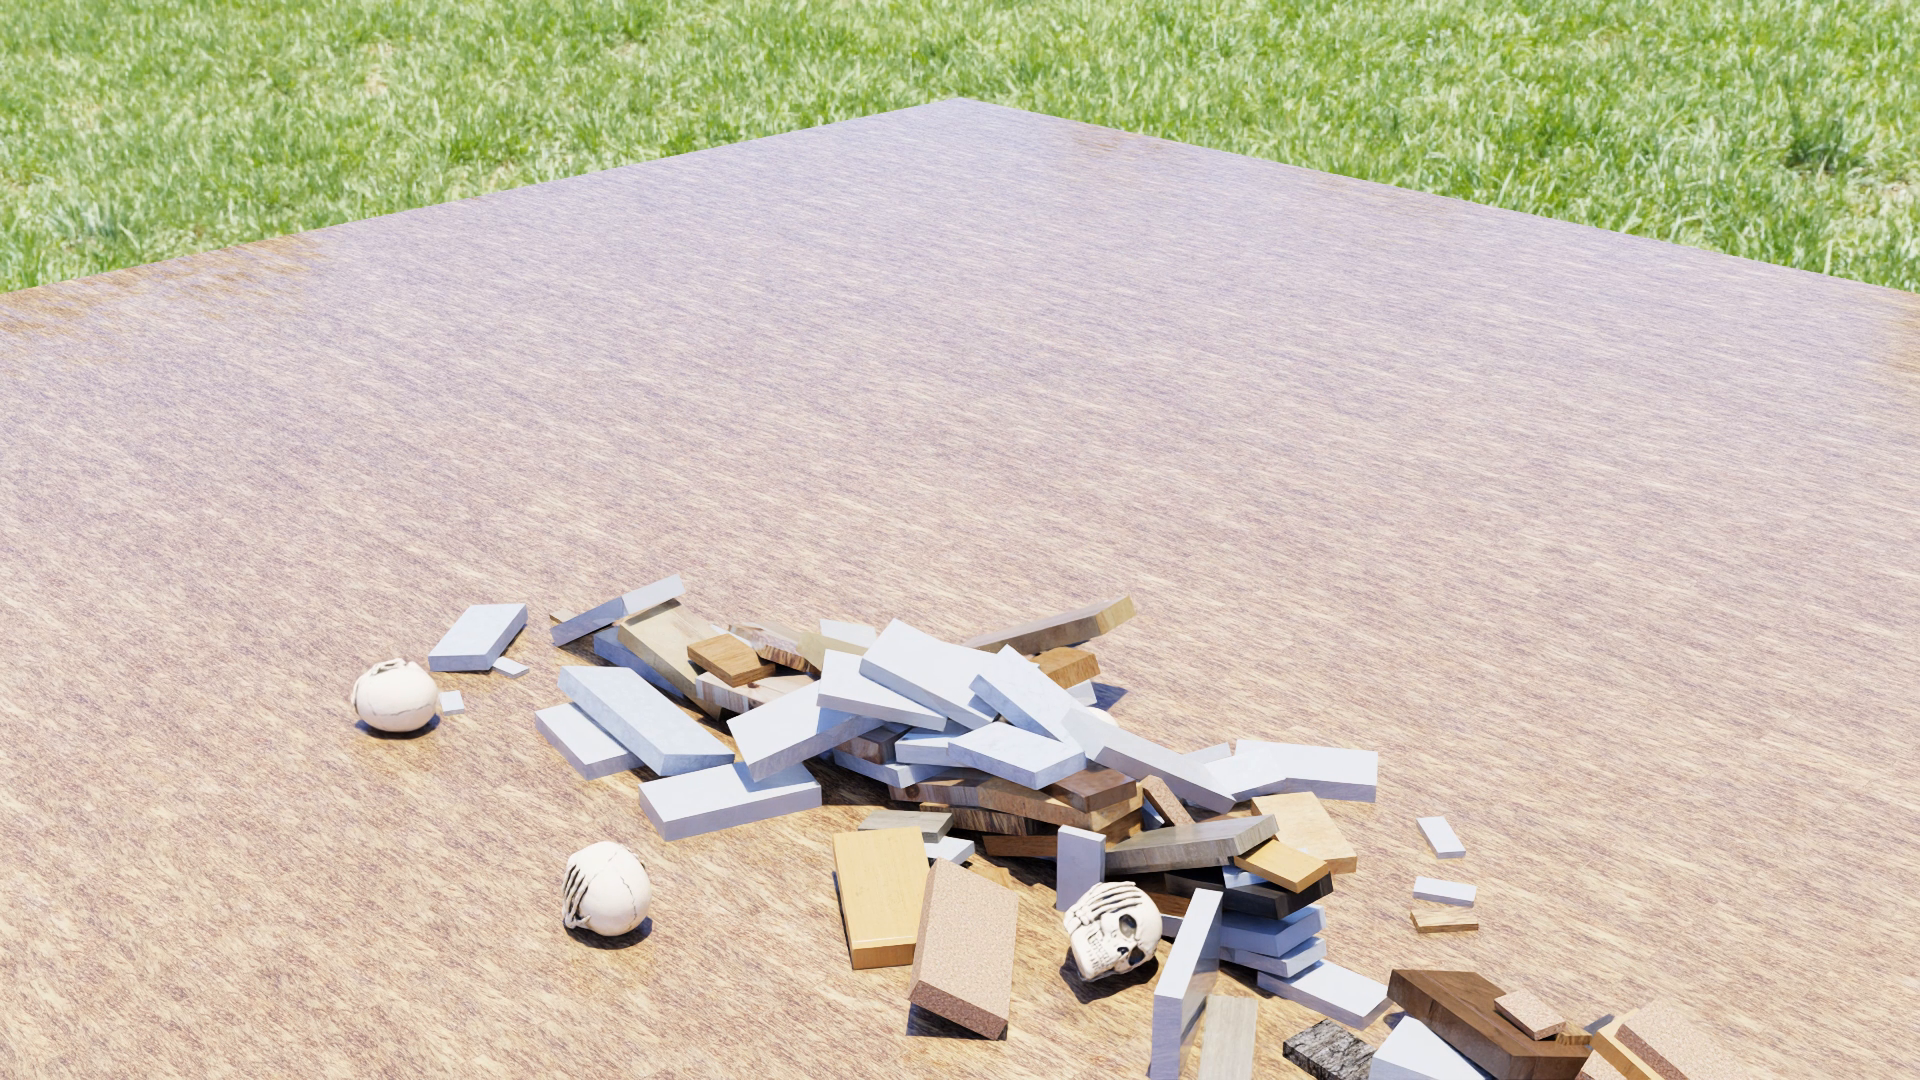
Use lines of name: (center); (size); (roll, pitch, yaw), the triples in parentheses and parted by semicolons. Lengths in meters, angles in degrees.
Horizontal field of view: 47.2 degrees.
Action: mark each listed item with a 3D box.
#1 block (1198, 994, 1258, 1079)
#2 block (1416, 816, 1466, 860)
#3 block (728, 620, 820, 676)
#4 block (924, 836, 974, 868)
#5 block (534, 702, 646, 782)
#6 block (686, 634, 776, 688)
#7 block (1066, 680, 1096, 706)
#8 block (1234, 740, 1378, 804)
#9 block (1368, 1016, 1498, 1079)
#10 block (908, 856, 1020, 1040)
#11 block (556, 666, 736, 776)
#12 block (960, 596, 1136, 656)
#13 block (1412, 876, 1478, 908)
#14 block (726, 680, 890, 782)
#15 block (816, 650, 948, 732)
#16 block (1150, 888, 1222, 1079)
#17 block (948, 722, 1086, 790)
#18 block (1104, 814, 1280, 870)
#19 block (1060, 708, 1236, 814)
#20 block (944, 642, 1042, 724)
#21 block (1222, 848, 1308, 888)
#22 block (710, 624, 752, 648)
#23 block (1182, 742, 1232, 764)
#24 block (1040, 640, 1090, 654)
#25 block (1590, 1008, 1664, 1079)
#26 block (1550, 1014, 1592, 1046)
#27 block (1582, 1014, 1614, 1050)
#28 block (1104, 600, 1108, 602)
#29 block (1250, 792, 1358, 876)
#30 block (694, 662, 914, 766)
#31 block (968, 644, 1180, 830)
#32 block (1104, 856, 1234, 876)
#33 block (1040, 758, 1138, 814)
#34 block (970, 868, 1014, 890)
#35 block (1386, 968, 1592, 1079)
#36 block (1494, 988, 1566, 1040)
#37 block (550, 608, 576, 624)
block: (0.441, 0.882, 3.652); (0.086, 0.024, 0.394); (4, 23, 9)
block: (0.951, 0.589, 4.352); (0.056, 0.016, 0.133); (-3, 23, -7)
block: (-0.393, 0.251, 5.073); (0.281, 0.040, 0.140); (21, 15, 40)
block: (-0.066, 0.603, 4.277); (0.169, 0.024, 0.085); (5, 22, 33)
block: (-0.792, 0.423, 4.712); (0.140, 0.040, 0.281); (-14, 27, -29)
block: (-0.503, 0.263, 4.820); (0.105, 0.030, 0.210); (-16, 25, -31)
block: (0.191, 0.319, 4.794); (0.166, 0.047, 0.332); (-19, 11, -1)
block: (0.718, 0.480, 4.576); (0.293, 0.042, 0.147); (4, 23, 10)
block: (0.890, 0.890, 3.539); (0.425, 0.049, 0.174); (15, 18, 25)
block: (0.010, 0.720, 3.913); (0.169, 0.048, 0.400); (26, 22, -7)
block: (-0.678, 0.384, 4.718); (0.172, 0.049, 0.477); (5, 17, -39)
block: (0.169, 0.216, 4.920); (0.434, 0.047, 0.167); (-17, 5, 34)
block: (0.919, 0.667, 4.168); (0.112, 0.016, 0.056); (8, 24, 17)
block: (-0.297, 0.366, 4.514); (0.334, 0.047, 0.167); (-24, 34, -9)
block: (-0.153, 0.303, 4.438); (0.261, 0.037, 0.131); (12, 39, -5)
block: (0.389, 0.758, 3.759); (0.048, 0.169, 0.337); (7, 24, 16)
block: (0.108, 0.413, 4.230); (0.128, 0.036, 0.256); (-19, 21, -36)
block: (0.383, 0.560, 4.041); (0.115, 0.033, 0.449); (-22, 3, -40)
block: (0.372, 0.436, 4.308); (0.404, 0.037, 0.131); (26, 15, -40)
block: (-0.019, 0.293, 4.607); (0.344, 0.049, 0.172); (11, 36, 33)
block: (0.543, 0.581, 3.896); (0.154, 0.022, 0.077); (-10, 11, 4)
block: (-0.480, 0.262, 5.015); (0.210, 0.105, 0.030); (21, 69, 40)
block: (0.449, 0.465, 4.563); (0.206, 0.029, 0.103); (-12, -7, -27)
block: (0.231, 0.230, 5.048); (0.103, 0.029, 0.206); (-19, 2, -6)
block: (1.107, 0.837, 3.433); (0.113, 0.032, 0.227); (-14, 45, -40)
block: (0.974, 0.797, 3.613); (0.059, 0.017, 0.119); (6, 10, -27)
block: (1.080, 0.845, 3.722); (0.126, 0.018, 0.063); (-19, 21, -28)
block: (0.319, 0.193, 5.284); (0.063, 0.018, 0.200); (18, 29, 36)
block: (0.677, 0.581, 4.344); (0.128, 0.036, 0.257); (-5, 23, -10)
block: (-0.314, 0.353, 4.670); (0.550, 0.047, 0.166); (15, 28, 39)
block: (0.235, 0.395, 4.376); (0.464, 0.042, 0.147); (39, 32, 6)
block: (0.393, 0.585, 4.048); (0.077, 0.022, 0.355); (-20, 2, -39)
block: (0.222, 0.456, 4.166); (0.115, 0.033, 0.230); (-15, 17, -27)
block: (0.012, 0.660, 4.175); (0.169, 0.024, 0.085); (-3, 23, -7)
block: (0.880, 0.807, 3.655); (0.174, 0.049, 0.348); (7, 10, -23)
block: (0.934, 0.777, 3.605); (0.059, 0.017, 0.119); (-15, 19, -15)
block: (-0.944, 0.192, 5.293); (0.046, 0.013, 0.093); (-19, 30, -38)
